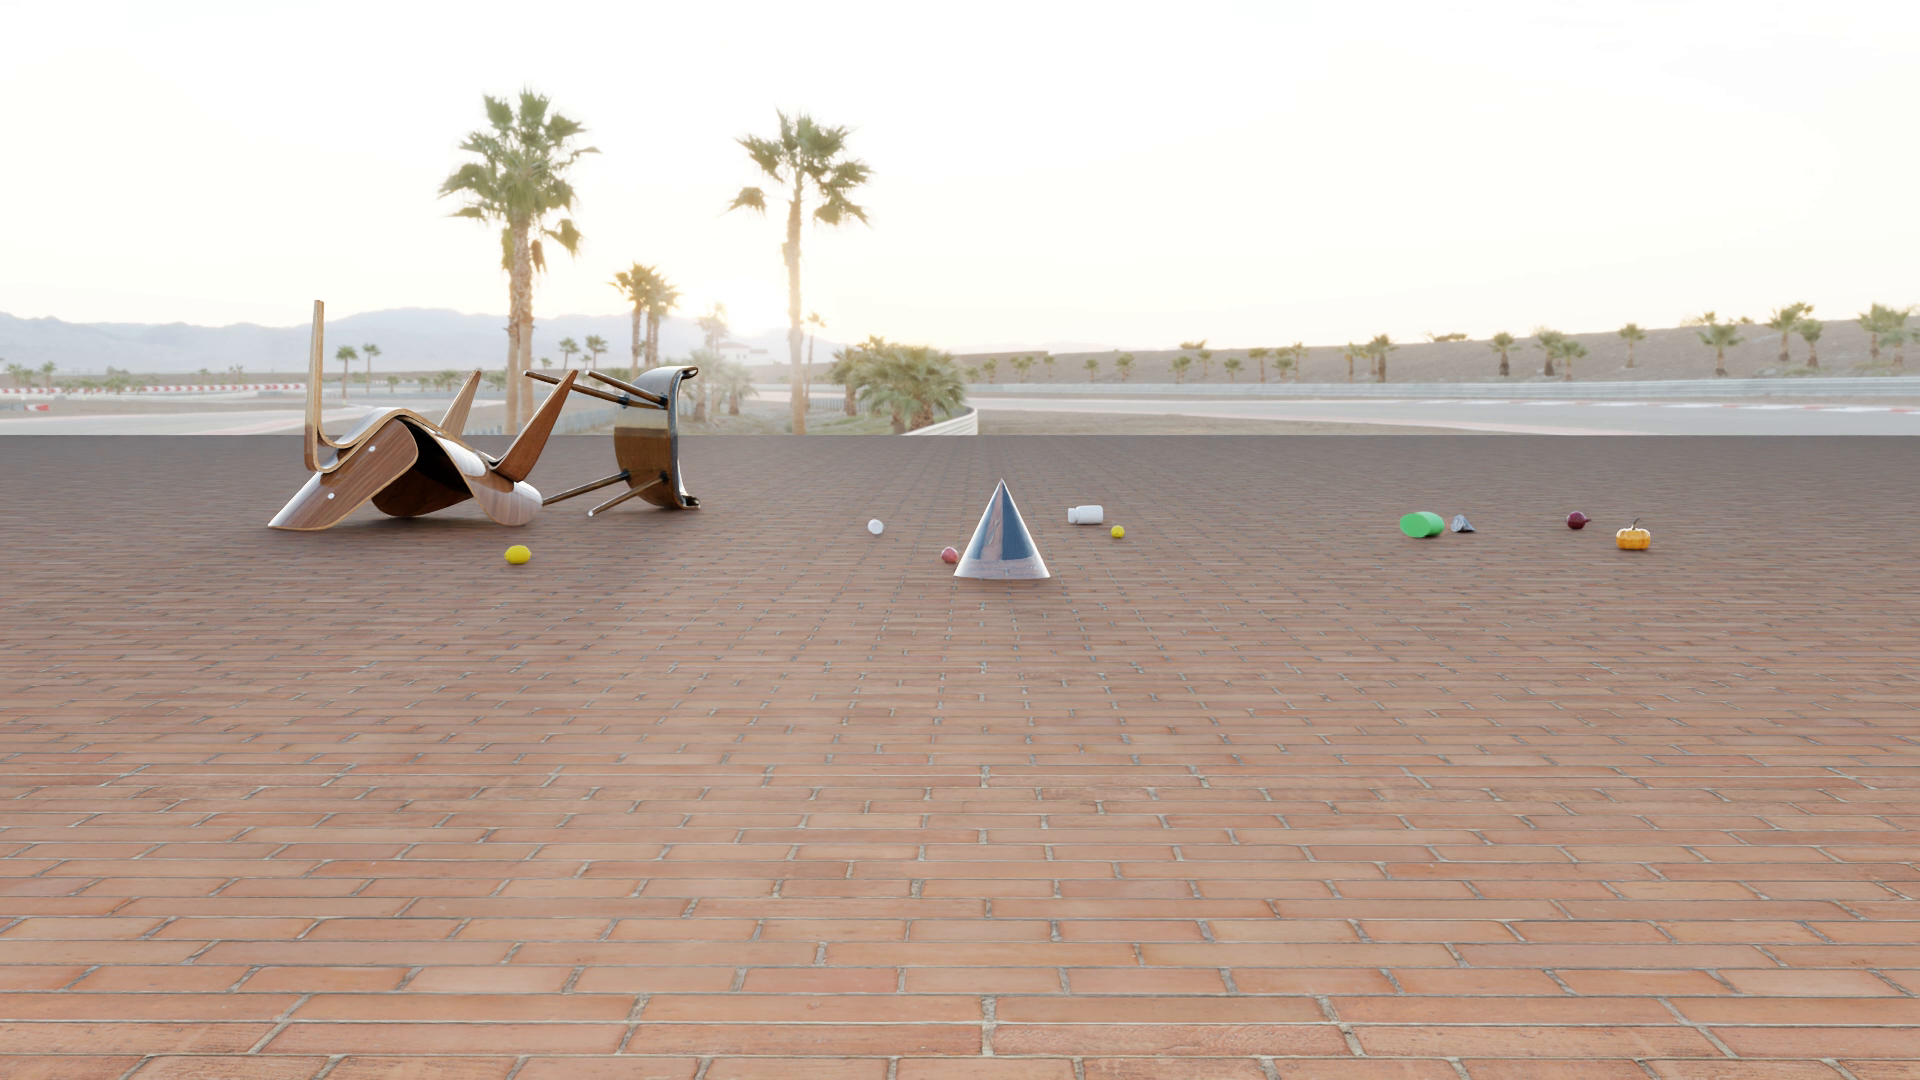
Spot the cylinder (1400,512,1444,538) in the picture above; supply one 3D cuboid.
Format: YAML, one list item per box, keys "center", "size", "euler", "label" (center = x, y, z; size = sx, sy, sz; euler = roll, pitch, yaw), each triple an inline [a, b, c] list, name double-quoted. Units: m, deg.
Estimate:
- center: [1.406, -0.046, 6.688]
  size: [0.105, 0.072, 0.087]
  euler: [14, 12, 39]
  label: "cylinder"

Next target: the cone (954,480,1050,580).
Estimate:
- center: [0.101, -0.032, 5.303]
  size: [0.250, 0.235, 0.206]
  euler: [4, 5, 42]
  label: "cone"
